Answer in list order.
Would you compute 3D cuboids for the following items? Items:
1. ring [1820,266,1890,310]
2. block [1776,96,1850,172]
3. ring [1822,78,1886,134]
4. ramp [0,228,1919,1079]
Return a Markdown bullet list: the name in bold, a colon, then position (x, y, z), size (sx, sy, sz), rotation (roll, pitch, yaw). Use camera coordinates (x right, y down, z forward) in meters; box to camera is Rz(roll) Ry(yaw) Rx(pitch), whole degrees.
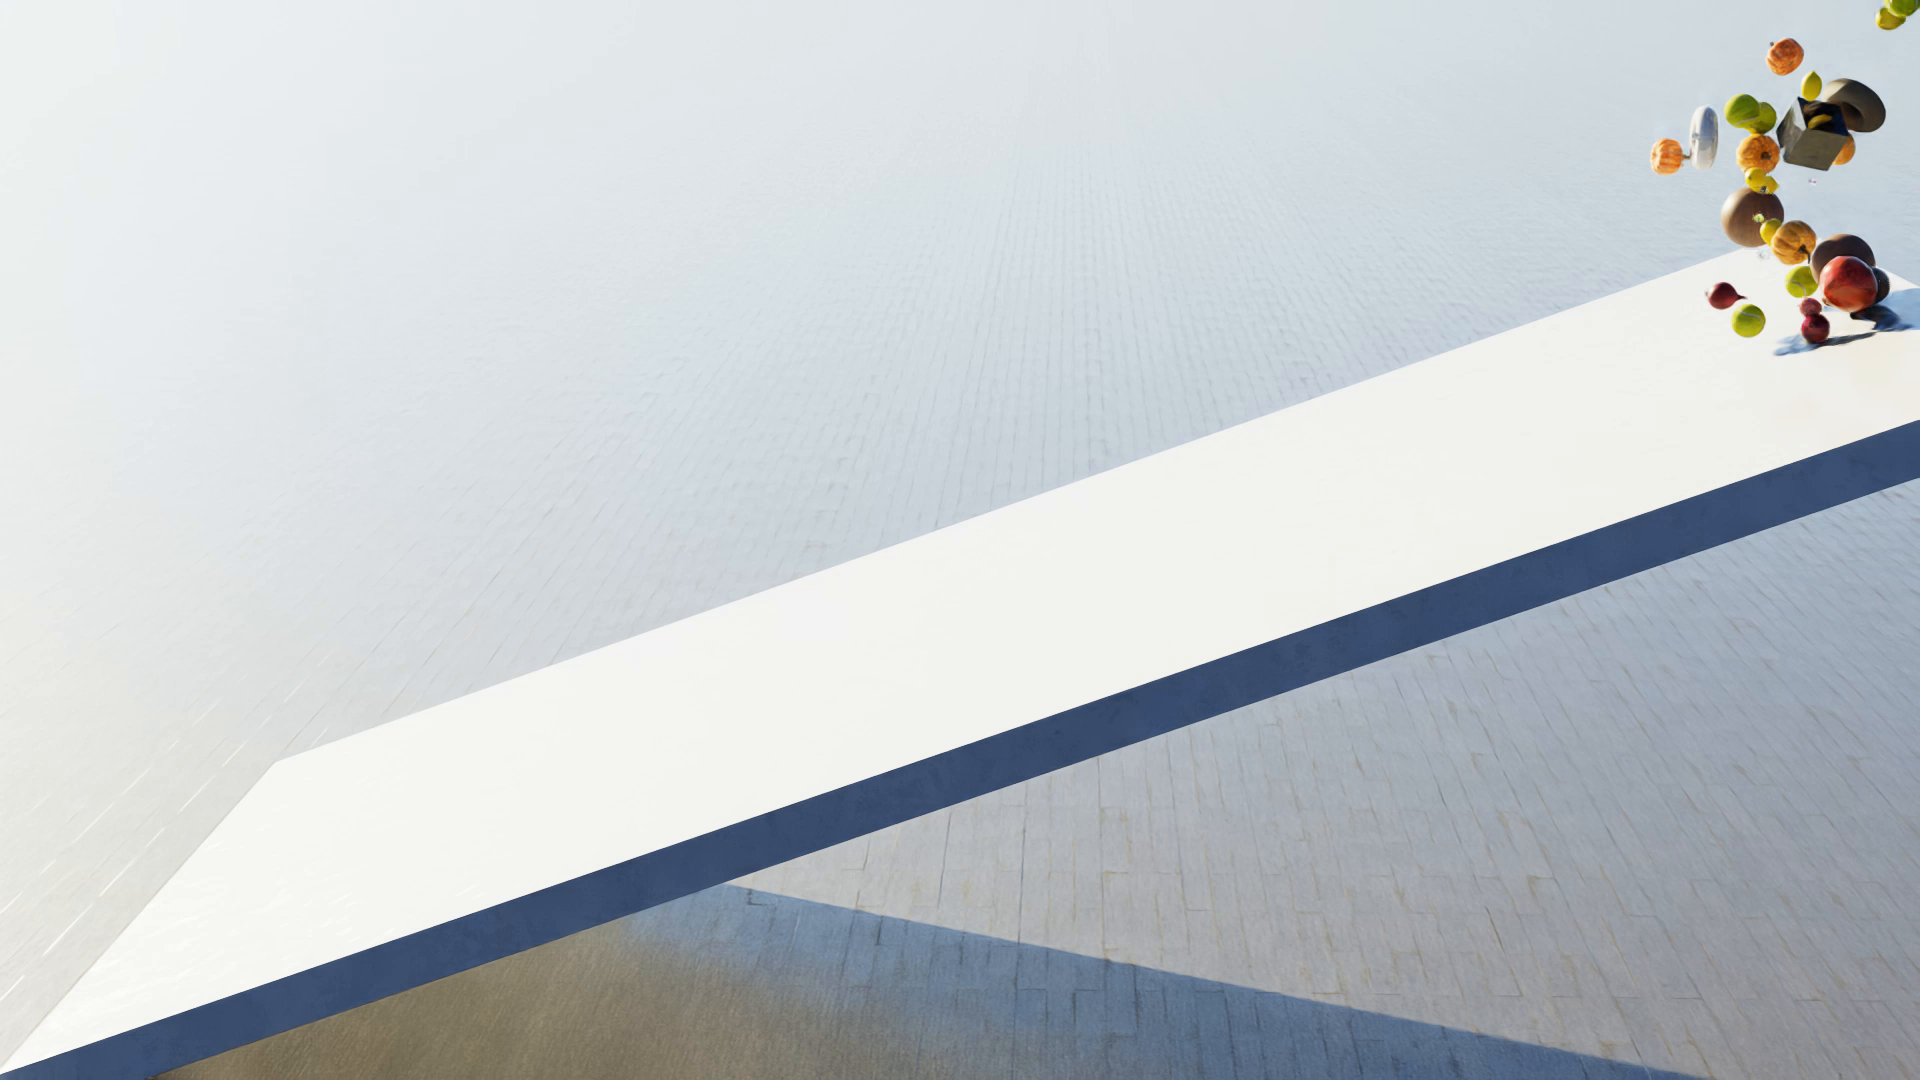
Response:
- **ring**: position (1.828, -0.515, 6.005), size (0.141, 0.047, 0.141), rotation (0, -23, 0)
- **block**: position (1.673, -0.797, 5.775), size (0.093, 0.093, 0.093), rotation (10, 48, -11)
- **ring**: position (1.776, -0.863, 5.845), size (0.045, 0.135, 0.135), rotation (-51, 32, -13)
- **ramp**: position (0.115, 0.177, 6.298), size (4.000, 0.100, 2.000), rotation (-19, 11, 6)
